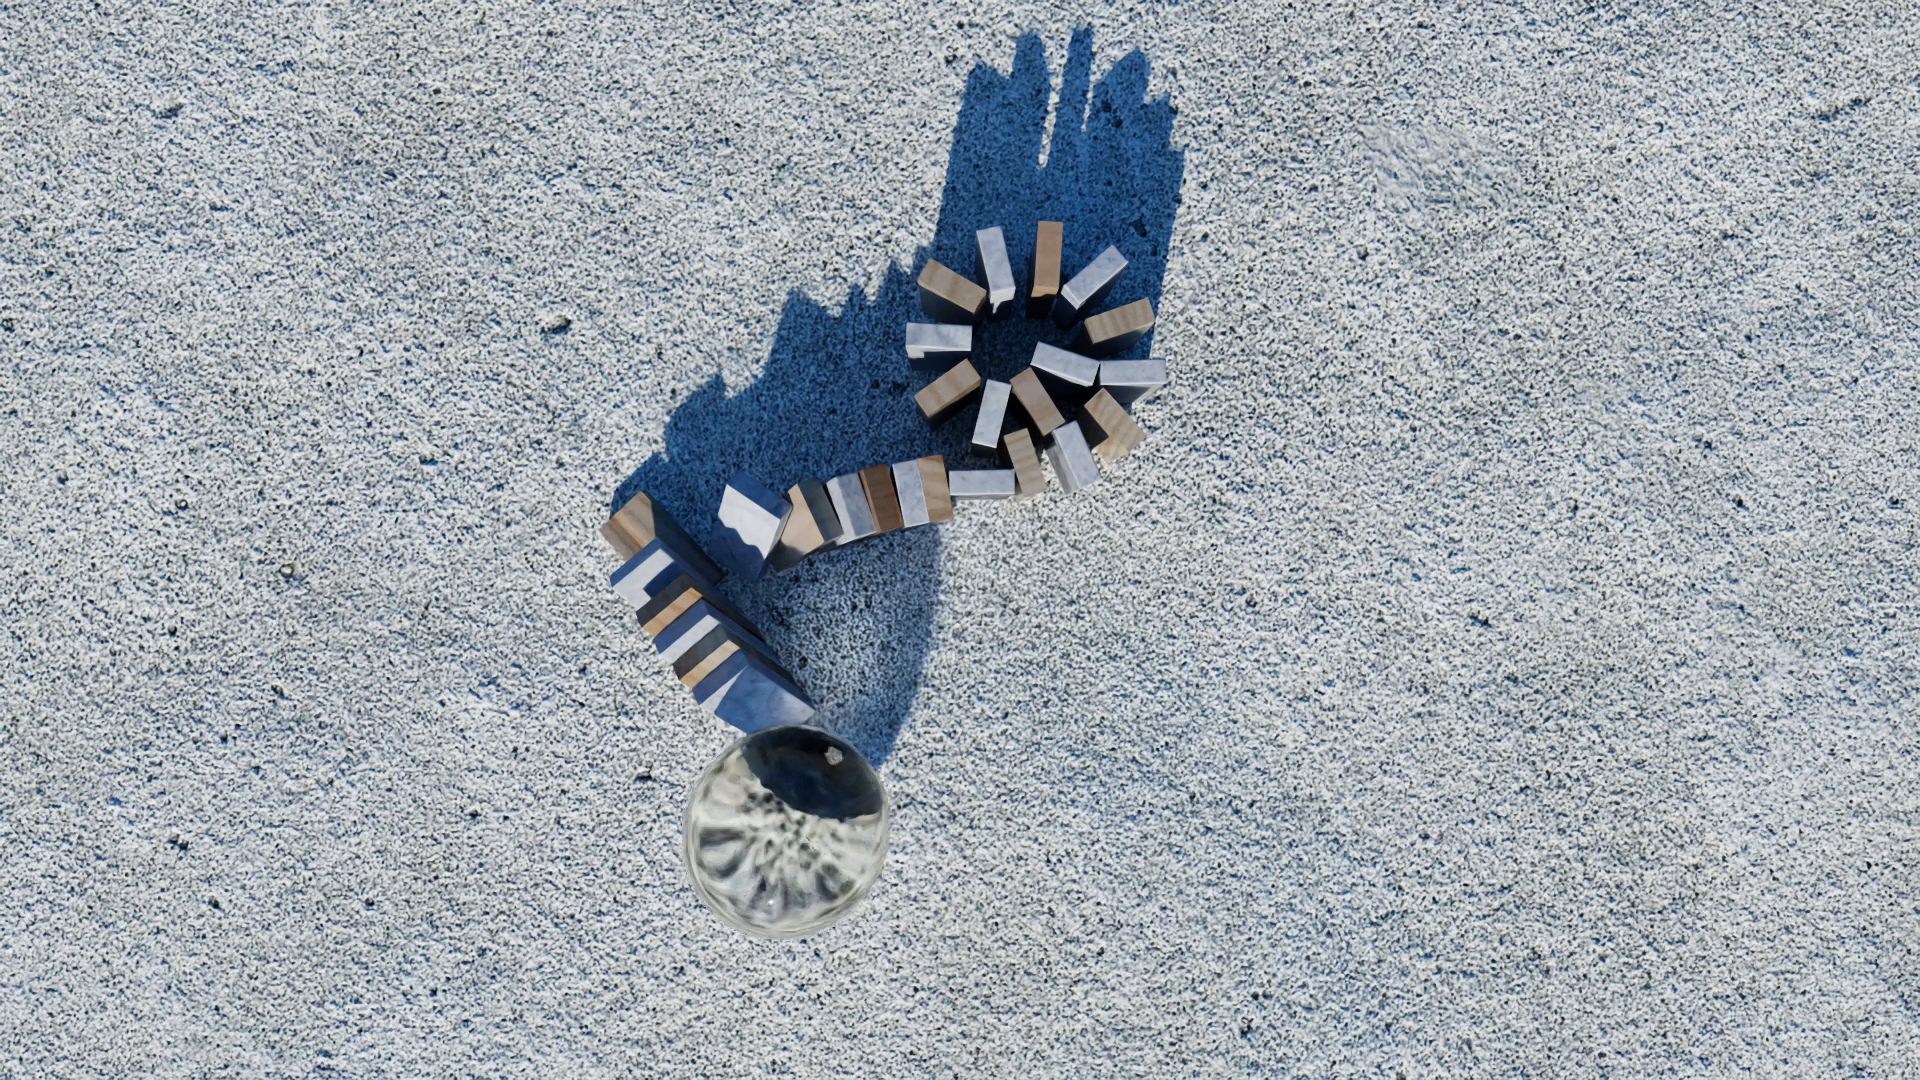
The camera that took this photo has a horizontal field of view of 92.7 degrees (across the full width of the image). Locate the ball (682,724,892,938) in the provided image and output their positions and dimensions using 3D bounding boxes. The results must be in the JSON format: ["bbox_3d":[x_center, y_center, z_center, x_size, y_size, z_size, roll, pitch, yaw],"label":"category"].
[{"bbox_3d":[-0.067,0.113,0.360,0.080,0.080,0.080,0,90,0],"label":"ball"}]

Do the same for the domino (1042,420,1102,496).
[{"bbox_3d":[0.045,-0.033,0.375,0.010,0.050,0.025,-24,90,0],"label":"domino"}]

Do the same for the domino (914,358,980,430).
[{"bbox_3d":[-0.005,-0.058,0.375,0.025,0.050,0.009,-35,90,0],"label":"domino"}]

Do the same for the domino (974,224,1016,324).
[{"bbox_3d":[0.014,-0.107,0.375,0.009,0.050,0.025,-13,90,0],"label":"domino"}]

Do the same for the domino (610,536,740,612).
[{"bbox_3d":[-0.117,0.024,0.381,0.025,0.009,0.050,-39,128,0],"label":"domino"}]

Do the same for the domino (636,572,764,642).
[{"bbox_3d":[-0.106,0.036,0.378,0.025,0.050,0.010,-40,49,0],"label":"domino"}]

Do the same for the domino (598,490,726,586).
[{"bbox_3d":[-0.128,0.006,0.395,0.025,0.010,0.050,-43,90,0],"label":"domino"}]

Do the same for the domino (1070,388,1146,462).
[{"bbox_3d":[0.060,-0.046,0.375,0.010,0.050,0.025,-42,90,0],"label":"domino"}]

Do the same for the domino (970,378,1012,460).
[{"bbox_3d":[0.012,-0.049,0.375,0.010,0.050,0.025,14,90,0],"label":"domino"}]

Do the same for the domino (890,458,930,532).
[{"bbox_3d":[-0.021,-0.017,0.375,0.010,0.050,0.025,-11,90,-6],"label":"domino"}]

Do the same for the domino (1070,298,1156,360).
[{"bbox_3d":[0.062,-0.084,0.375,0.025,0.050,0.010,-19,90,0],"label":"domino"}]

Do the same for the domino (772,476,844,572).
[{"bbox_3d":[-0.067,-0.005,0.377,0.009,0.050,0.025,-25,89,-37],"label":"domino"}]

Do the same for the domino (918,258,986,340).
[{"bbox_3d":[-0.003,-0.097,0.375,0.025,0.050,0.009,30,90,0],"label":"domino"}]

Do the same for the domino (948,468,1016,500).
[{"bbox_3d":[0.008,-0.022,0.375,0.025,0.050,0.009,-1,90,-1],"label":"domino"}]

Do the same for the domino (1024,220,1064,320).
[{"bbox_3d":[0.034,-0.109,0.375,0.009,0.050,0.025,4,90,0],"label":"domino"}]

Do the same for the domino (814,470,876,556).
[{"bbox_3d":[-0.051,-0.010,0.376,0.010,0.050,0.025,-18,90,-28],"label":"domino"}]

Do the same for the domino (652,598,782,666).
[{"bbox_3d":[-0.099,0.046,0.378,0.025,0.050,0.010,-40,49,0],"label":"domino"}]

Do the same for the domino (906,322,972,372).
[{"bbox_3d":[-0.008,-0.078,0.375,0.025,0.050,0.009,4,90,0],"label":"domino"}]

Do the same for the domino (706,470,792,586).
[{"bbox_3d":[-0.087,-0.004,0.378,0.025,0.050,0.010,34,49,0],"label":"domino"}]

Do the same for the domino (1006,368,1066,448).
[{"bbox_3d":[0.030,-0.053,0.375,0.010,0.050,0.025,-33,90,0],"label":"domino"}]

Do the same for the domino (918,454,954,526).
[{"bbox_3d":[-0.010,-0.020,0.375,0.010,0.050,0.025,-11,90,-1],"label":"domino"}]

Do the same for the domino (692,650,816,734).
[{"bbox_3d":[-0.084,0.066,0.378,0.025,0.050,0.010,-40,49,0],"label":"domino"}]

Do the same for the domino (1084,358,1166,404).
[{"bbox_3d":[0.066,-0.064,0.375,0.025,0.050,0.009,-1,90,0],"label":"domino"}]

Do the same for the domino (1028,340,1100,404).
[{"bbox_3d":[0.040,-0.068,0.375,0.025,0.050,0.009,19,90,0],"label":"domino"}]

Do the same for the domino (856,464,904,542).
[{"bbox_3d":[-0.037,-0.014,0.375,0.010,0.050,0.025,-16,90,-18],"label":"domino"}]

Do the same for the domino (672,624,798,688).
[{"bbox_3d":[-0.092,0.056,0.378,0.025,0.050,0.010,-40,49,0],"label":"domino"}]

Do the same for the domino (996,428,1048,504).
[{"bbox_3d":[0.025,-0.029,0.375,0.009,0.050,0.025,-19,90,-1],"label":"domino"}]

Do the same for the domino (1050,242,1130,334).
[{"bbox_3d":[0.052,-0.102,0.375,0.025,0.050,0.009,-41,90,0],"label":"domino"}]
